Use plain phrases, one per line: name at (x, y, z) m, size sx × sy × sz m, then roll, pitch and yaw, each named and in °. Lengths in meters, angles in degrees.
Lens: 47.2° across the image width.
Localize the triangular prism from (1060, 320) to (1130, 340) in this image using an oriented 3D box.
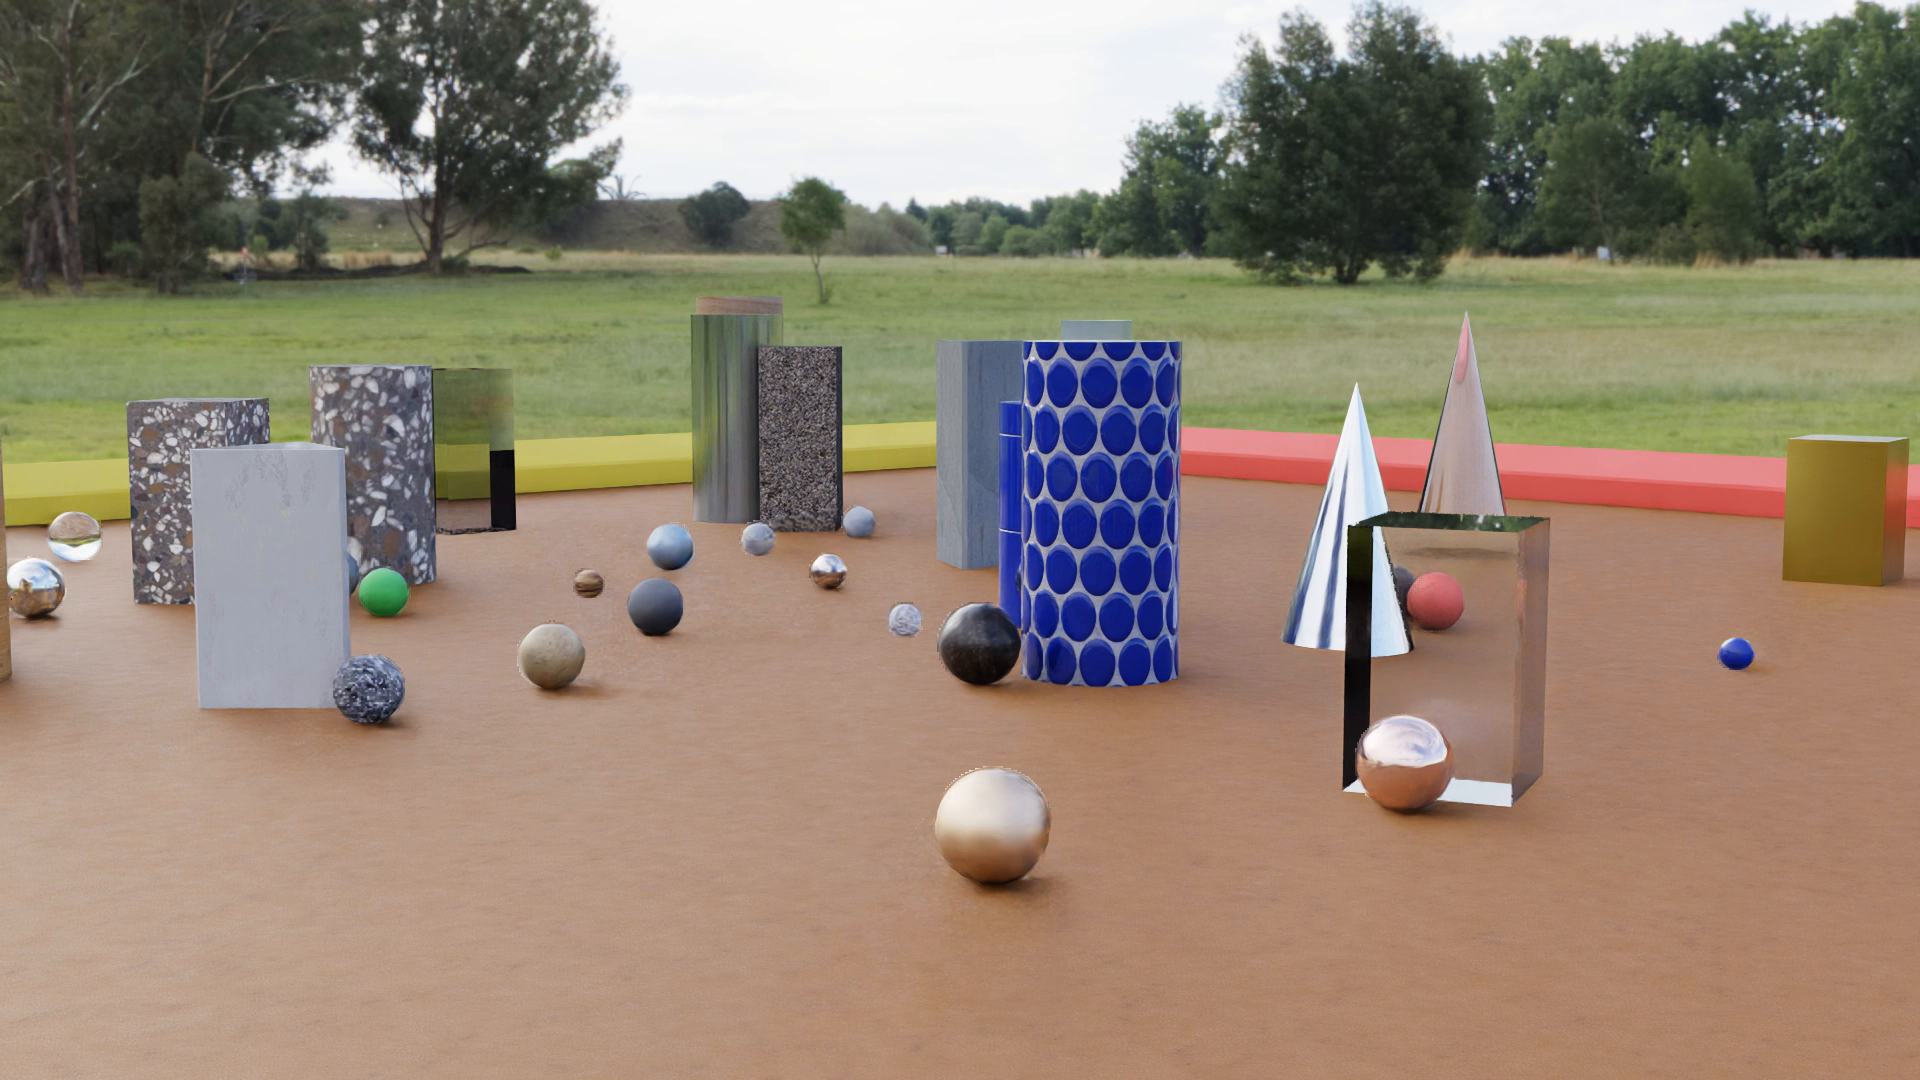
triangular prism at (0.322, -0.253, 4.646) m, size 0.167 × 0.421 × 0.145 m, roll 4°, pitch 7°, yaw 35°

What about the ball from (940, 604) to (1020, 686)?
ball at (0.024, 0.124, 2.612) m, size 0.097 × 0.097 × 0.097 m, roll 0°, pitch 6°, yaw 0°

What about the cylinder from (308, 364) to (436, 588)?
cylinder at (-0.962, -0.109, 3.607) m, size 0.193 × 0.353 × 0.193 m, roll 0°, pitch 6°, yaw 0°

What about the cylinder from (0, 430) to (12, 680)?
cylinder at (-1.248, 0.020, 2.636) m, size 0.193 × 0.299 × 0.193 m, roll 0°, pitch 6°, yaw 0°

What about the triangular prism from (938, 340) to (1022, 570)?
triangular prism at (0.013, -0.155, 3.862) m, size 0.145 × 0.390 × 0.167 m, roll 6°, pitch 8°, yaw 44°

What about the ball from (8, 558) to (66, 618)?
ball at (-1.340, 0.070, 3.180) m, size 0.086 × 0.086 × 0.086 m, roll 0°, pitch 6°, yaw 0°

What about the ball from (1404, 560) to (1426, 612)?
ball at (0.639, 0.071, 3.186) m, size 0.082 × 0.082 × 0.082 m, roll 0°, pitch 6°, yaw 0°

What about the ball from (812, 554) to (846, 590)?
ball at (-0.209, 0.050, 3.506) m, size 0.057 × 0.057 × 0.057 m, roll 0°, pitch 6°, yaw 0°

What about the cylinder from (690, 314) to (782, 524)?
cylinder at (-0.471, -0.260, 4.656) m, size 0.193 × 0.433 × 0.193 m, roll 0°, pitch 6°, yaw 0°

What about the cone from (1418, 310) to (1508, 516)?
cone at (0.928, -0.202, 4.050) m, size 0.193 × 0.445 × 0.193 m, roll 0°, pitch 6°, yaw 0°

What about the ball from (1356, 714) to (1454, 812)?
ball at (0.396, 0.199, 1.958) m, size 0.085 × 0.085 × 0.085 m, roll 0°, pitch 6°, yaw 0°

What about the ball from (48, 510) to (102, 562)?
ball at (-1.564, -0.006, 3.886) m, size 0.090 × 0.090 × 0.090 m, roll 0°, pitch 6°, yaw 0°

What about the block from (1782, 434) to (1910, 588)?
block at (1.462, -0.051, 3.628) m, size 0.155 × 0.233 × 0.155 m, roll 4°, pitch 7°, yaw 35°

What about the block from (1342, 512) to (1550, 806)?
block at (0.457, 0.106, 2.063) m, size 0.155 × 0.247 × 0.155 m, roll 3°, pitch 7°, yaw 25°

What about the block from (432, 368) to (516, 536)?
block at (-1.006, -0.182, 4.430) m, size 0.155 × 0.325 × 0.155 m, roll -6°, pitch 8°, yaw -44°

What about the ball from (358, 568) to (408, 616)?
ball at (-0.837, 0.076, 3.193) m, size 0.070 × 0.070 × 0.070 m, roll 0°, pitch 6°, yaw 0°

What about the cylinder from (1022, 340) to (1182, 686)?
cylinder at (0.171, -0.038, 2.675) m, size 0.193 × 0.406 × 0.193 m, roll 0°, pitch 6°, yaw 0°

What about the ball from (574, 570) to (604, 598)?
ball at (-0.573, 0.068, 3.395) m, size 0.045 × 0.045 × 0.045 m, roll 0°, pitch 6°, yaw 0°

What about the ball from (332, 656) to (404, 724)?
ball at (-0.637, 0.161, 2.367) m, size 0.074 × 0.074 × 0.074 m, roll 0°, pitch 6°, yaw 0°

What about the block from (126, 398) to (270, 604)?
block at (-1.168, -0.063, 3.390) m, size 0.155 × 0.306 × 0.155 m, roll 1°, pitch 6°, yaw 7°

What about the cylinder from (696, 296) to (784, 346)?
cylinder at (-0.487, -0.303, 4.886) m, size 0.193 × 0.472 × 0.193 m, roll 0°, pitch 6°, yaw 0°

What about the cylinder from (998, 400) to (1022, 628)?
cylinder at (0.152, -0.039, 3.128) m, size 0.193 × 0.313 × 0.193 m, roll 0°, pitch 6°, yaw 0°

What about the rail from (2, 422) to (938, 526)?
rail at (-1.483, -0.135, 4.930) m, size 4.465 × 0.126 × 0.045 m, roll -6°, pitch 8°, yaw -42°

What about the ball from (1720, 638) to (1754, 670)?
ball at (0.961, 0.141, 2.719) m, size 0.041 × 0.041 × 0.041 m, roll 0°, pitch 6°, yaw 0°

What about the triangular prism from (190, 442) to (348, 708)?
triangular prism at (-0.770, 0.036, 2.521) m, size 0.167 × 0.290 × 0.145 m, roll 0°, pitch 6°, yaw -2°

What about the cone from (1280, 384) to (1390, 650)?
cone at (0.530, -0.038, 2.954) m, size 0.193 × 0.347 × 0.193 m, roll 0°, pitch 6°, yaw 0°

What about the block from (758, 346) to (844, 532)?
block at (-0.322, -0.208, 4.474) m, size 0.155 × 0.368 × 0.155 m, roll 0°, pitch 6°, yaw 1°

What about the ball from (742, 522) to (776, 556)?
ball at (-0.364, -0.001, 3.974) m, size 0.061 × 0.061 × 0.061 m, roll 0°, pitch 6°, yaw 0°

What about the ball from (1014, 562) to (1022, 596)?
ball at (0.109, 0.054, 3.014) m, size 0.068 × 0.068 × 0.068 m, roll 0°, pitch 6°, yaw 0°

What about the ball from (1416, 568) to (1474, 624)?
ball at (0.687, 0.080, 3.113) m, size 0.080 × 0.080 × 0.080 m, roll 0°, pitch 6°, yaw 0°

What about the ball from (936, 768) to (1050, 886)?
ball at (0.026, 0.222, 1.707) m, size 0.090 × 0.090 × 0.090 m, roll 0°, pitch 6°, yaw 0°

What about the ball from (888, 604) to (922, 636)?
ball at (-0.075, 0.110, 2.996) m, size 0.045 × 0.045 × 0.045 m, roll 0°, pitch 6°, yaw 0°

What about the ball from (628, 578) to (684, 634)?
ball at (-0.418, 0.091, 3.021) m, size 0.077 × 0.077 × 0.077 m, roll 0°, pitch 6°, yaw 0°

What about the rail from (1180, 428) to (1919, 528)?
rail at (1.623, -0.124, 4.822) m, size 0.045 × 0.126 × 4.420 m, roll -6°, pitch 8°, yaw -42°

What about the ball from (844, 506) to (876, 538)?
ball at (-0.196, -0.034, 4.278) m, size 0.062 × 0.062 × 0.062 m, roll 0°, pitch 6°, yaw 0°

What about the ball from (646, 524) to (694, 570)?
ball at (-0.495, 0.012, 3.756) m, size 0.080 × 0.080 × 0.080 m, roll 0°, pitch 6°, yaw 0°

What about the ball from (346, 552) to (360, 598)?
ball at (-0.956, 0.053, 3.339) m, size 0.086 × 0.086 × 0.086 m, roll 0°, pitch 6°, yaw 0°

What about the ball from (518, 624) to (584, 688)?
ball at (-0.480, 0.136, 2.588) m, size 0.077 × 0.077 × 0.077 m, roll 0°, pitch 6°, yaw 0°
